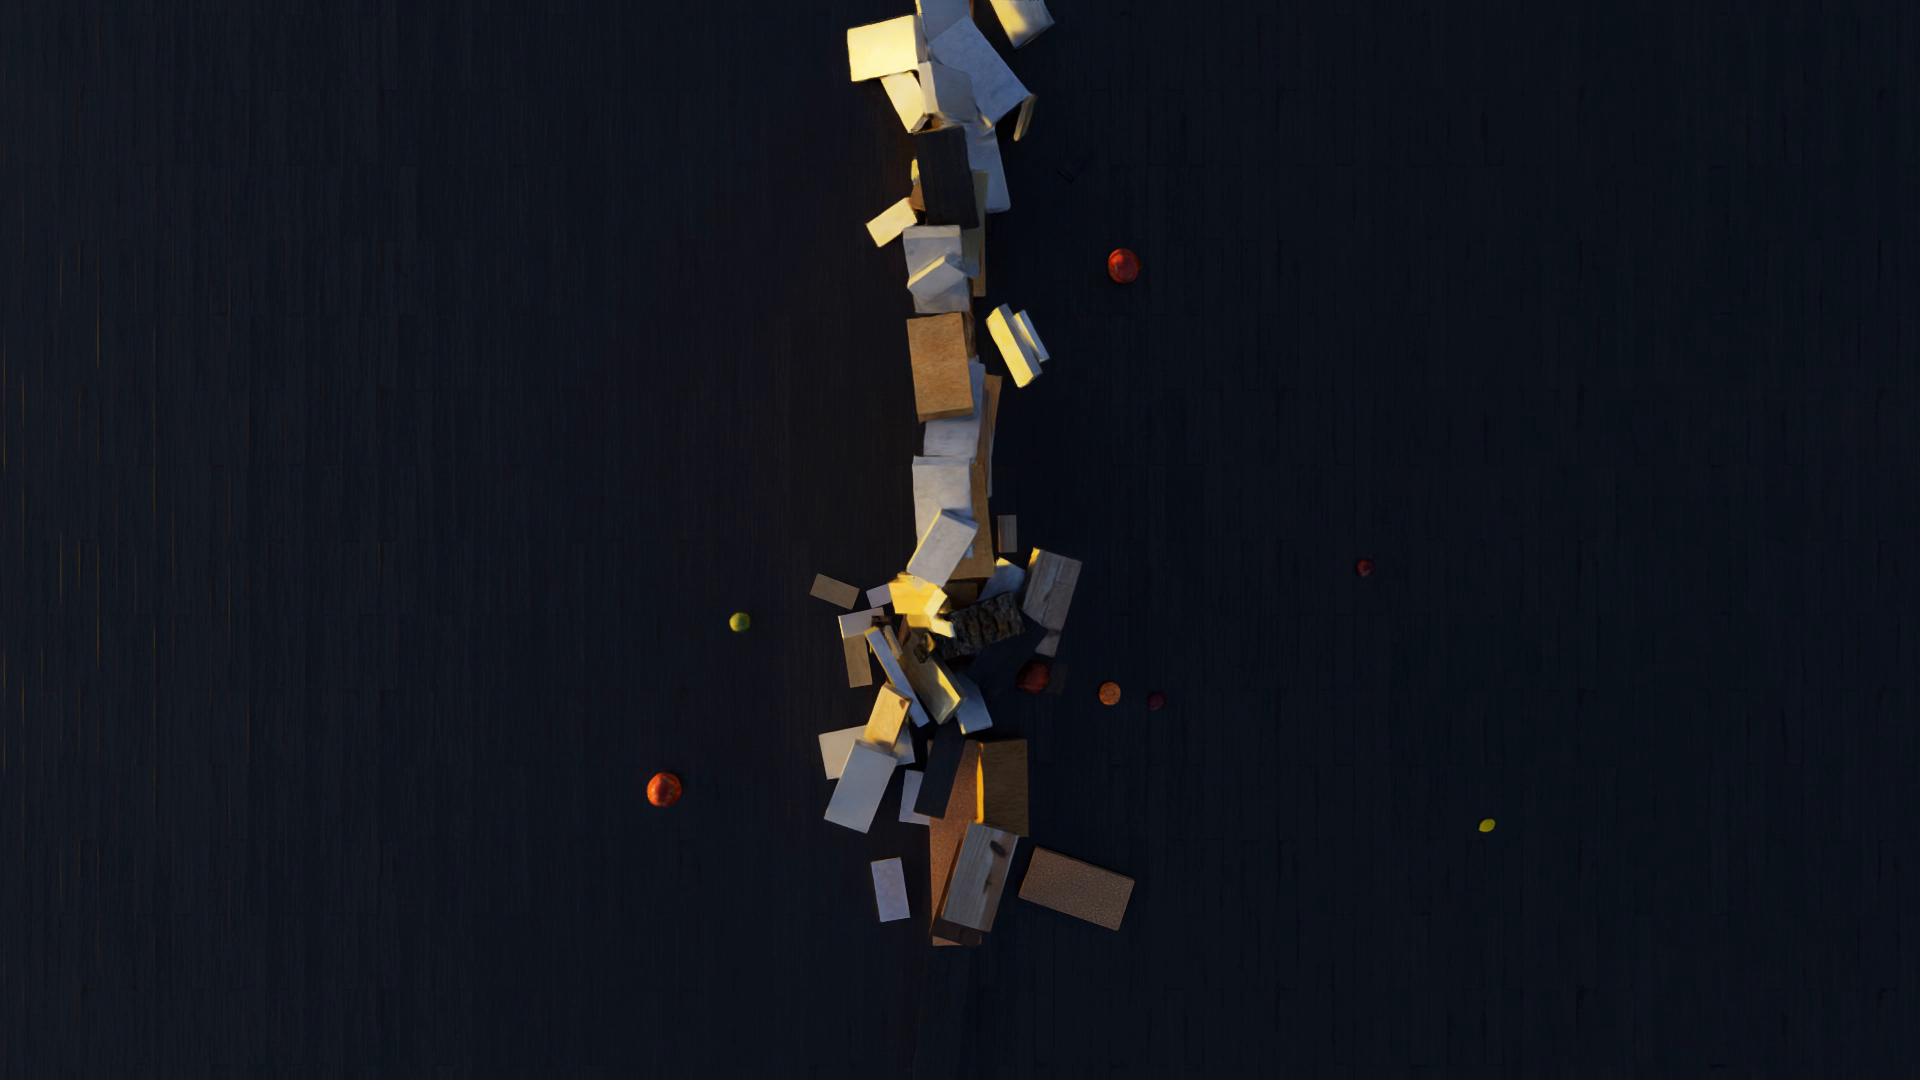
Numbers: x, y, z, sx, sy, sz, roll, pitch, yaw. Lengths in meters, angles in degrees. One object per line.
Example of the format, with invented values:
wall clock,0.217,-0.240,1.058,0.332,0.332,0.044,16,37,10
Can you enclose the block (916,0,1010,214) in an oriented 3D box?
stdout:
block,0.009,-1.418,5.349,0.163,0.046,0.740,-10,84,-13

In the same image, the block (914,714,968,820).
block,-0.051,0.709,5.333,0.099,0.028,0.380,14,69,6

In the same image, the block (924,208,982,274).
block,-0.020,-0.953,5.256,0.171,0.341,0.048,-4,69,0

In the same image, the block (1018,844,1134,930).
block,0.386,1.155,5.475,0.347,0.049,0.173,19,90,0

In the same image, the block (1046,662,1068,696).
block,0.322,0.461,5.493,0.052,0.015,0.103,14,90,0

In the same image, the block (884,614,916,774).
block,-0.189,0.458,5.485,0.108,0.030,0.627,15,90,0

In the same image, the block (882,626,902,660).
block,-0.223,0.336,5.418,0.015,0.052,0.104,-15,68,-27

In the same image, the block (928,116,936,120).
block,-0.063,-1.394,5.287,0.020,0.139,0.069,-8,97,-27

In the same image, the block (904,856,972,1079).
block,-0.084,1.662,5.475,0.173,0.049,1.426,6,90,0

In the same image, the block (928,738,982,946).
block,-0.018,0.989,5.411,0.160,0.045,0.677,-2,93,0

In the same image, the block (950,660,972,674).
block,-0.003,0.469,5.460,0.070,0.020,0.140,4,115,-4

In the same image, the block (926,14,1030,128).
block,0.059,-1.509,5.315,0.163,0.046,0.327,-39,91,-8

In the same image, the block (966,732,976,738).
block,0.012,0.629,5.467,0.077,0.022,0.155,8,106,-1

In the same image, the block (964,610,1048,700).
block,0.151,0.367,5.368,0.139,0.039,0.277,36,91,5

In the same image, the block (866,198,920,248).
block,-0.220,-1.048,5.441,0.176,0.025,0.088,-28,92,32

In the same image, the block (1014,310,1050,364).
block,0.221,-0.650,5.321,0.025,0.088,0.176,-30,95,-22

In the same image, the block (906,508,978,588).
block,-0.055,0.025,5.056,0.126,0.036,0.253,24,126,-10

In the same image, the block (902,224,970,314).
block,-0.069,-0.827,5.051,0.170,0.340,0.048,-1,57,6

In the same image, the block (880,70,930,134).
block,-0.189,-1.497,5.379,0.126,0.036,0.348,-45,59,38

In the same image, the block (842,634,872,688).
block,-0.345,0.369,5.489,0.075,0.021,0.235,-9,90,0

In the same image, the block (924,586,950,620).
block,-0.074,0.199,5.235,0.049,0.014,0.098,48,118,33

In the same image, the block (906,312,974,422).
block,-0.060,-0.528,5.037,0.170,0.048,0.340,-8,64,1

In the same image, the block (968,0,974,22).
block,-0.001,-1.352,5.486,0.100,0.028,0.948,0,90,0

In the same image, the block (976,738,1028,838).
block,0.140,0.814,5.390,0.160,0.045,0.320,-2,93,-23

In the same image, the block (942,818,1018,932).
block,0.064,1.083,5.324,0.164,0.047,0.329,16,93,-1

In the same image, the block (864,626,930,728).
block,-0.208,0.445,5.384,0.043,0.150,0.344,-29,95,-7

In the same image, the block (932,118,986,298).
block,-0.004,-1.151,5.448,0.171,0.048,0.700,-1,90,0

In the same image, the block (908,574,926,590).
block,-0.121,0.117,5.202,0.049,0.098,0.014,40,46,-2

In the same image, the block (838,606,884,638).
block,-0.323,0.273,5.467,0.149,0.021,0.075,-12,91,-17

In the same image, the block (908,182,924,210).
block,-0.090,-1.167,5.358,0.100,0.028,0.200,18,91,-2

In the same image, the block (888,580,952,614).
block,-0.129,0.183,5.322,0.215,0.030,0.108,-1,108,38

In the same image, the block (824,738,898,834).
block,-0.325,0.809,5.420,0.150,0.043,0.301,20,111,-6

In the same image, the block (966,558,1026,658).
block,0.111,0.231,5.418,0.047,0.164,0.329,27,90,33

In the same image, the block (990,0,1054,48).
block,0.177,-1.796,5.437,0.151,0.043,0.302,-27,90,36

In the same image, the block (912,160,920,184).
block,-0.121,-1.192,5.279,0.069,0.139,0.020,-28,123,19

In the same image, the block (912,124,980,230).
block,-0.041,-1.077,4.934,0.151,0.043,0.302,-7,114,7

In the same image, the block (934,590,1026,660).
block,0.057,0.276,5.317,0.277,0.039,0.139,-20,92,-2
